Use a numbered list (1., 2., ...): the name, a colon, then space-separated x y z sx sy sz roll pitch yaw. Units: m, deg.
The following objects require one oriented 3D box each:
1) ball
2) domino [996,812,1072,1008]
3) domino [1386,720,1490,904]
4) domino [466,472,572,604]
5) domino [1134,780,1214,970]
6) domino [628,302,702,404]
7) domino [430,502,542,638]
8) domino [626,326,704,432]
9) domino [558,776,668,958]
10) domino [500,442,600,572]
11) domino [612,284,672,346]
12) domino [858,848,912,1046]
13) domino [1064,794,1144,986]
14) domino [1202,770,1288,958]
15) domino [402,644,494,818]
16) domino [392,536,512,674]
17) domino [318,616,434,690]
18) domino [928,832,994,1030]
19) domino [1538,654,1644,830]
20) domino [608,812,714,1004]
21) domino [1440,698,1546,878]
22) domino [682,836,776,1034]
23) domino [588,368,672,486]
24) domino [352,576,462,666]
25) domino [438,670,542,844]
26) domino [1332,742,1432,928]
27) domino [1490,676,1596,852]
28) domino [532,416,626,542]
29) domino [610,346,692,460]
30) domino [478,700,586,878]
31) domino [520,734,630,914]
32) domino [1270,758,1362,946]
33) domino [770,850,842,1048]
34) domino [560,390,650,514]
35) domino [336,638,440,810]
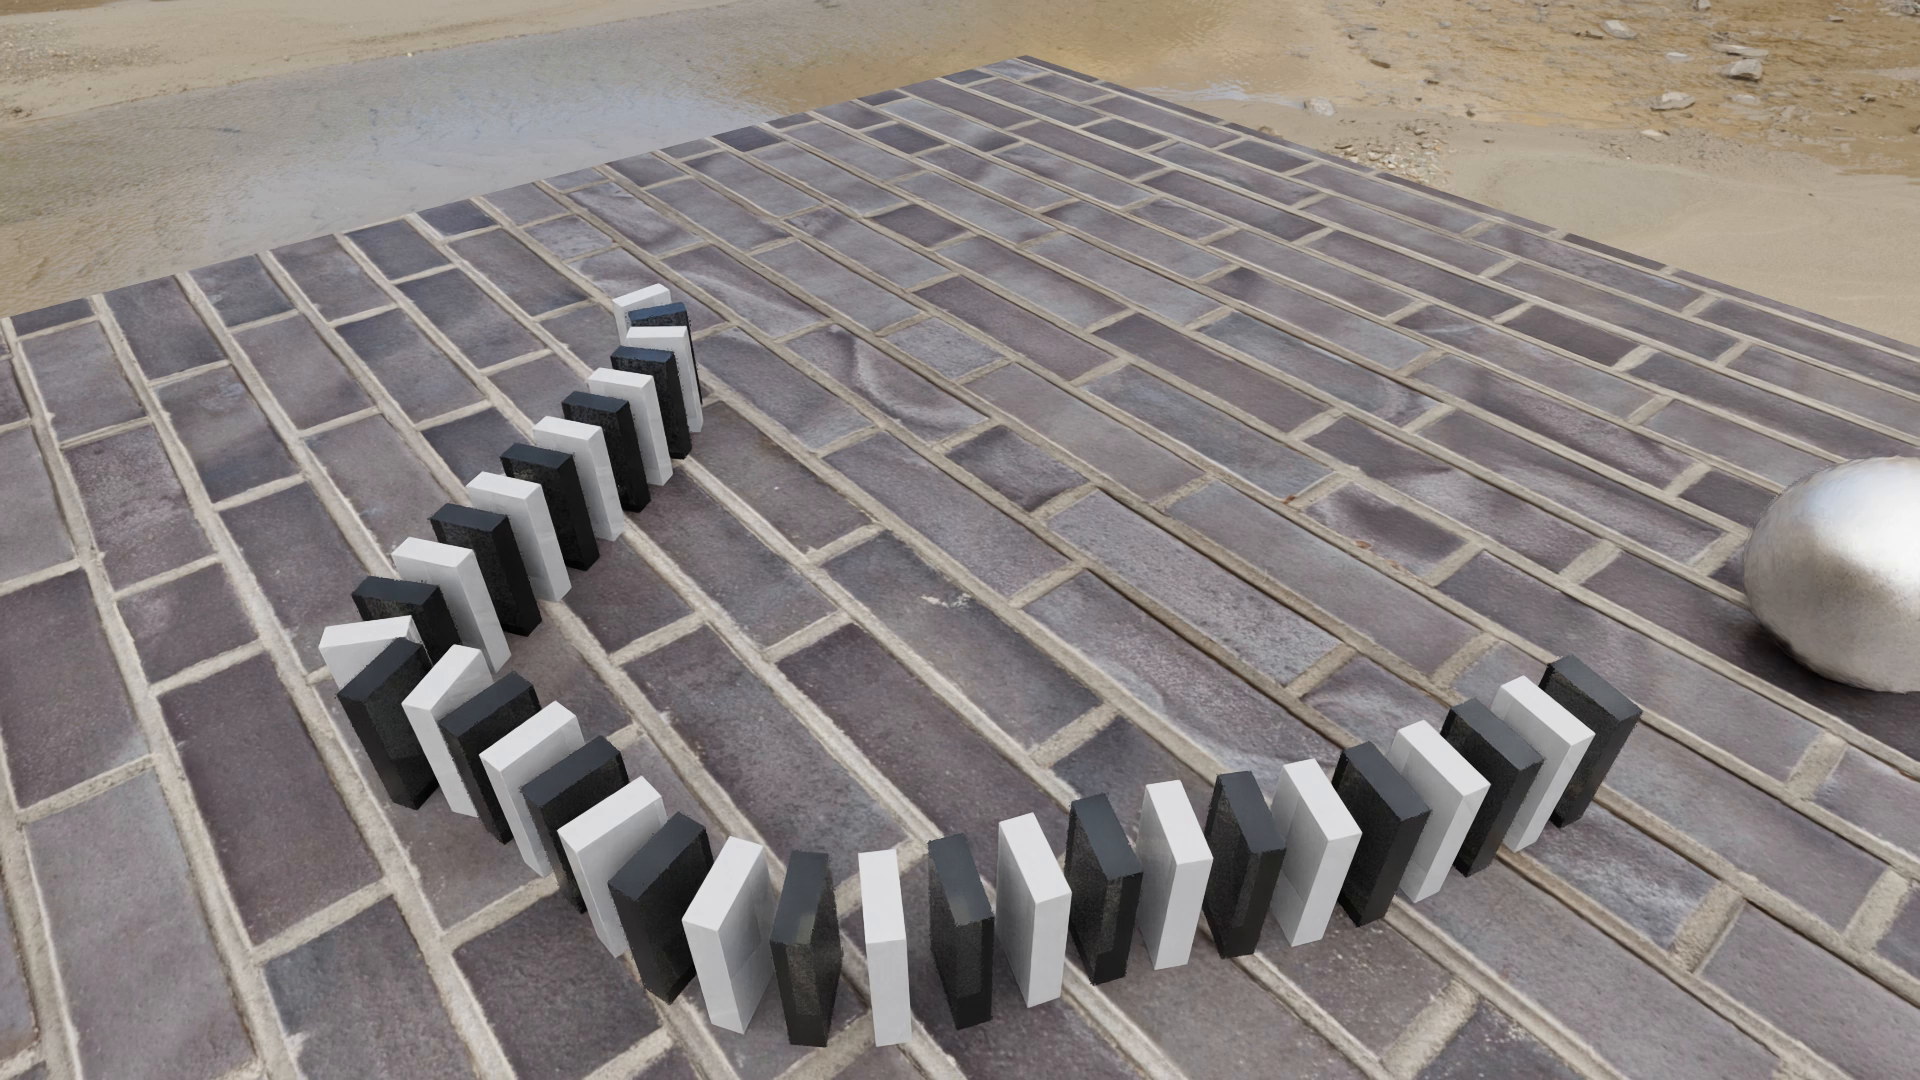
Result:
1. ball: 0.315 0.012 0.374 0.080 0.080 0.080 0 39 0
2. domino: 0.019 0.099 0.291 0.010 0.050 0.025 -12 41 -15
3. domino: 0.132 0.078 0.316 0.009 0.050 0.025 -16 42 -19
4. domino: -0.165 0.000 0.412 0.025 0.050 0.009 12 41 14
5. domino: 0.056 0.092 0.300 0.010 0.050 0.025 -7 40 -8
6. domino: -0.137 -0.084 0.515 0.025 0.050 0.009 -15 42 -18
7. domino: -0.171 0.011 0.398 0.025 0.050 0.010 11 41 14
8. domino: -0.134 -0.072 0.500 0.025 0.050 0.009 -1 39 -1
9. domino: -0.091 0.090 0.301 0.025 0.050 0.010 -32 49 -33
10. domino: -0.158 -0.012 0.426 0.025 0.050 0.010 12 41 14
11. domino: -0.148 -0.095 0.527 0.025 0.050 0.009 -30 48 -32
12. domino: -0.019 0.105 0.283 0.010 0.050 0.025 -5 40 -6
13. domino: 0.037 0.095 0.296 0.009 0.050 0.025 -11 41 -13
14. domino: 0.076 0.090 0.302 0.009 0.050 0.025 -6 40 -7
15. domino: -0.152 0.059 0.339 0.009 0.050 0.025 10 40 12
16. domino: -0.176 0.023 0.383 0.025 0.050 0.010 10 40 12
17. domino: -0.183 0.047 0.354 0.025 0.050 0.009 -8 40 -9
18. domino: 0.000 0.102 0.286 0.010 0.050 0.025 -11 41 -13
19. domino: 0.185 0.062 0.336 0.010 0.050 0.025 -17 42 -19
20. domino: -0.076 0.098 0.292 0.009 0.050 0.025 21 44 24
21. domino: 0.150 0.073 0.322 0.010 0.050 0.025 -17 42 -20
22. domino: -0.058 0.103 0.286 0.010 0.050 0.025 12 41 14
23. domino: -0.140 -0.048 0.470 0.025 0.050 0.009 10 40 12
24. domino: -0.181 0.035 0.368 0.025 0.050 0.009 7 40 9
25. domino: -0.136 0.066 0.331 0.009 0.050 0.025 26 46 28
26. domino: 0.114 0.083 0.310 0.009 0.050 0.025 -14 41 -16
27. domino: 0.167 0.068 0.329 0.010 0.050 0.025 -18 42 -20
28. domino: -0.152 -0.024 0.441 0.025 0.050 0.010 12 41 14
29. domino: -0.136 -0.060 0.485 0.025 0.050 0.010 7 40 9
30. domino: -0.120 0.074 0.322 0.010 0.050 0.025 26 46 28
31. domino: -0.105 0.081 0.312 0.009 0.050 0.025 30 48 31
32. domino: 0.095 0.087 0.305 0.009 0.050 0.025 -9 40 -11
33. domino: -0.039 0.106 0.282 0.009 0.050 0.025 3 39 4
34. domino: -0.146 -0.036 0.455 0.025 0.050 0.009 11 41 14
35. domino: -0.171 0.058 0.341 0.009 0.050 0.025 13 41 15
